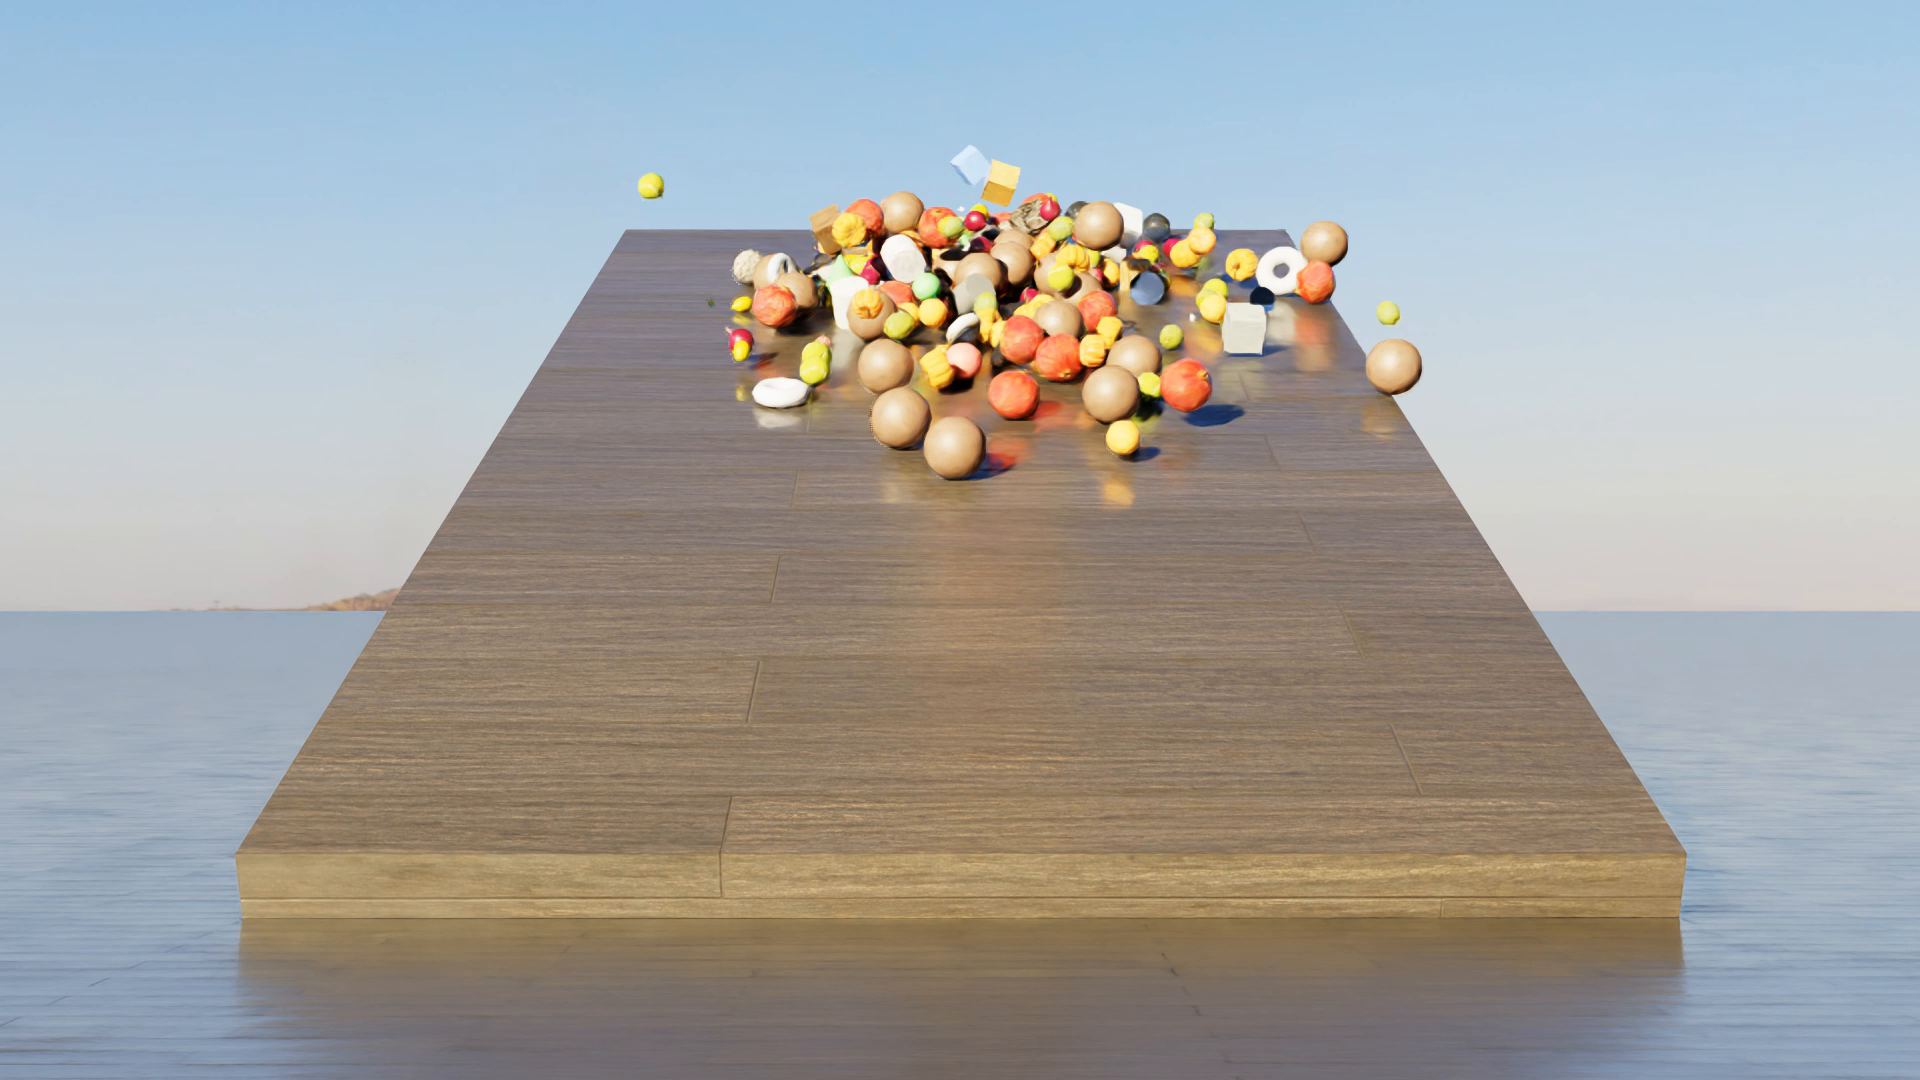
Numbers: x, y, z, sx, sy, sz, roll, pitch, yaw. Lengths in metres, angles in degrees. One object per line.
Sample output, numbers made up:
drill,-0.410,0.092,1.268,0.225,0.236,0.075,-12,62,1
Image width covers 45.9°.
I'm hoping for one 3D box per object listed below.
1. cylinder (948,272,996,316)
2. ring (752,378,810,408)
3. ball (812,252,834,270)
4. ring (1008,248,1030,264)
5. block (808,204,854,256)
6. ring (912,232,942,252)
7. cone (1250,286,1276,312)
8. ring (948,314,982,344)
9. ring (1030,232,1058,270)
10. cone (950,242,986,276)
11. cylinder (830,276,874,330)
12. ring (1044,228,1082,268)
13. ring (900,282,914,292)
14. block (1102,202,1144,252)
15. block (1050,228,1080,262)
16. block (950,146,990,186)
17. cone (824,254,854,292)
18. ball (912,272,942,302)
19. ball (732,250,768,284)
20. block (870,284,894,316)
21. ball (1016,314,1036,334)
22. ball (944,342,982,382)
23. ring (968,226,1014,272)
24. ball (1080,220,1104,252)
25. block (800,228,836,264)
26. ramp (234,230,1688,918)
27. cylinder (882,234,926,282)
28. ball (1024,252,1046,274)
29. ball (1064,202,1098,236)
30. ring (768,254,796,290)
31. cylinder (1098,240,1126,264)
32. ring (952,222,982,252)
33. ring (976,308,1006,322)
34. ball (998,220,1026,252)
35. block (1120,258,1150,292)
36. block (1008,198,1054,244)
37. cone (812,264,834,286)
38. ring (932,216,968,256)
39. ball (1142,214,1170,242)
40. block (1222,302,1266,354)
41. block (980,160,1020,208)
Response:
cylinder,0.029,-0.618,5.751,0.087,0.087,0.087,1,-23,-35
ring,-0.407,-0.335,5.157,0.130,0.043,0.130,1,21,0
ball,-0.383,-0.773,6.332,0.058,0.058,0.058,0,-2,0
ring,0.159,-0.812,6.468,0.098,0.033,0.098,-8,19,3
block,-0.349,-0.846,6.177,0.085,0.085,0.085,-26,-50,7
ring,-0.097,-0.828,6.300,0.093,0.031,0.093,-9,28,5
cone,0.780,-0.624,5.968,0.072,0.072,0.072,1,-8,-19
ring,0.011,-0.508,5.481,0.096,0.032,0.096,-28,-28,-16
ring,0.245,-0.814,6.381,0.106,0.106,0.035,1,11,-29
cone,0.006,-0.769,6.244,0.096,0.096,0.096,-1,6,41
cylinder,-0.275,-0.603,5.773,0.098,0.098,0.098,-5,36,3
ring,0.278,-0.791,6.138,0.045,0.134,0.134,44,-9,-8
ring,-0.121,-0.691,6.113,0.081,0.027,0.081,-12,-7,-2
block,0.430,-0.829,5.996,0.079,0.079,0.079,16,-36,-15
block,0.297,-0.847,6.507,0.079,0.079,0.079,5,21,13
block,0.033,-1.103,6.680,0.079,0.079,0.079,-41,24,-4
cone,-0.311,-0.706,5.945,0.097,0.097,0.097,-4,-10,-1
ball,-0.083,-0.632,5.672,0.072,0.072,0.072,0,-2,0
ball,-0.573,-0.746,6.201,0.096,0.096,0.096,0,-2,0
block,-0.213,-0.627,5.927,0.064,0.064,0.064,-6,21,-17
ball,0.164,-0.547,5.728,0.051,0.051,0.051,0,-2,0
ball,0.006,-0.416,5.310,0.092,0.092,0.092,0,-2,0
ring,0.085,-0.816,6.349,0.132,0.132,0.044,0,20,3
ball,0.387,-0.883,6.587,0.092,0.092,0.092,0,-2,0
block,-0.398,-0.825,6.370,0.091,0.091,0.091,2,-1,1
ramp,-0.005,-0.208,5.019,2.000,0.100,4.000,0,20,0
cylinder,-0.147,-0.725,5.843,0.094,0.094,0.094,1,30,-19
ball,0.208,-0.772,6.327,0.061,0.061,0.061,0,-2,0
ball,0.339,-0.899,6.347,0.097,0.097,0.097,0,-2,0
ring,-0.463,-0.697,5.881,0.031,0.093,0.093,5,2,39
cylinder,0.414,-0.788,6.168,0.057,0.057,0.057,26,-16,-31
ring,0.046,-0.838,6.435,0.147,0.147,0.049,1,-36,-38
ring,0.071,-0.579,5.843,0.095,0.032,0.095,-3,-1,0
ball,0.141,-0.858,6.418,0.094,0.094,0.094,0,-2,0
block,0.477,-0.723,6.174,0.074,0.074,0.074,5,21,10
block,0.198,-0.894,6.348,0.079,0.079,0.079,-26,-11,-28
cone,-0.332,-0.677,6.002,0.097,0.097,0.097,-19,5,2
ring,-0.017,-0.874,6.520,0.131,0.044,0.131,0,-45,0
ball,0.579,-0.921,6.700,0.087,0.087,0.087,0,-2,0
block,0.692,-0.516,5.529,0.088,0.088,0.088,3,35,-4
block,0.116,-1.026,6.525,0.083,0.083,0.083,17,-33,-7
